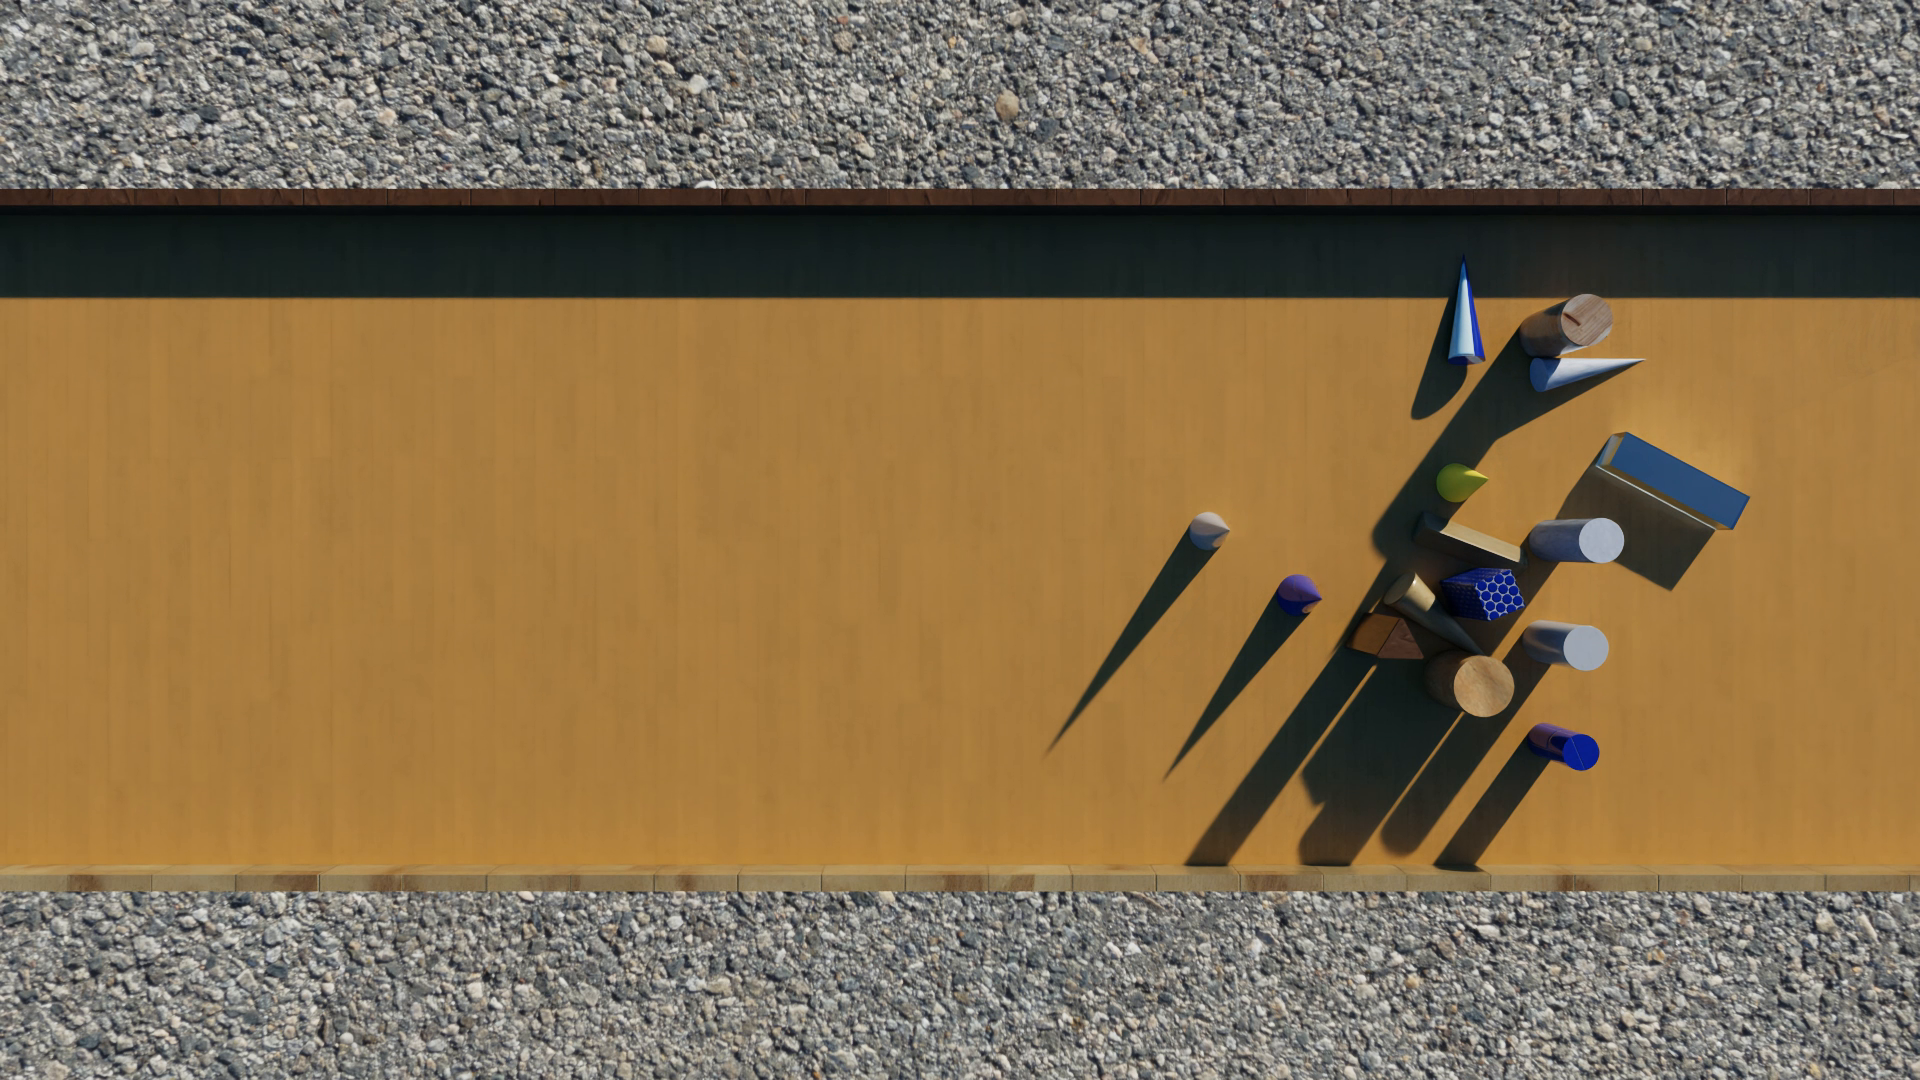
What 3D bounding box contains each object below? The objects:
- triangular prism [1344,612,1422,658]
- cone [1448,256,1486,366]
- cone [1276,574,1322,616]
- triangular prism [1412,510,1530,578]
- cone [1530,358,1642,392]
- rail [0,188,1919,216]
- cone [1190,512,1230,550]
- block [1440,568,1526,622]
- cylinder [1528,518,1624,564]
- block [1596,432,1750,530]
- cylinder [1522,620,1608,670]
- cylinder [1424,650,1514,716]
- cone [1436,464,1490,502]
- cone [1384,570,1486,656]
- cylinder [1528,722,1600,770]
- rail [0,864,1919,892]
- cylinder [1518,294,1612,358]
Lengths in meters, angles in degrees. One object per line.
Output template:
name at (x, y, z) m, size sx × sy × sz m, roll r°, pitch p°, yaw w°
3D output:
triangular prism at (1.248, 0.276, 4.870) m, size 0.128 × 0.413 × 0.111 m, roll 2°, pitch 90°, yaw 0°
cone at (1.546, -0.717, 5.049) m, size 0.111 × 0.111 × 0.345 m, roll 1°, pitch 81°, yaw 0°
cone at (1.040, 0.170, 4.905) m, size 0.129 × 0.343 × 0.129 m, roll 0°, pitch 90°, yaw 0°
triangular prism at (1.564, 0.017, 5.032) m, size 0.338 × 0.085 × 0.098 m, roll 21°, pitch 90°, yaw 0°
cone at (1.939, -0.530, 5.050) m, size 0.361 × 0.106 × 0.106 m, roll -9°, pitch 90°, yaw -8°
rail at (-2.247, -1.025, 5.002) m, size 12.000 × 0.150 × 0.050 m, roll 0°, pitch 90°, yaw 0°
cone at (0.764, -0.027, 4.869) m, size 0.118 × 0.415 × 0.118 m, roll 0°, pitch 90°, yaw 0°
block at (1.549, 0.159, 4.904) m, size 0.115 × 0.345 × 0.115 m, roll -22°, pitch 90°, yaw 0°
cylinder at (1.815, 0.002, 4.871) m, size 0.128 × 0.411 × 0.128 m, roll 0°, pitch 90°, yaw 0°
block at (2.167, -0.178, 5.021) m, size 0.421 × 0.112 × 0.112 m, roll 28°, pitch 90°, yaw 0°
cylinder at (1.794, 0.310, 4.901) m, size 0.130 × 0.350 × 0.130 m, roll 0°, pitch 90°, yaw 0°
cylinder at (1.514, 0.424, 4.921) m, size 0.175 × 0.311 × 0.175 m, roll 0°, pitch 90°, yaw 0°
cone at (1.526, -0.176, 4.915) m, size 0.121 × 0.323 × 0.121 m, roll 0°, pitch 90°, yaw 0°
cone at (1.501, 0.278, 5.044) m, size 0.432 × 0.132 × 0.132 m, roll 39°, pitch 90°, yaw -9°
cylinder at (1.799, 0.615, 4.926) m, size 0.106 × 0.301 × 0.106 m, roll 0°, pitch 90°, yaw 0°
rail at (-2.247, 1.025, 5.001) m, size 12.000 × 0.150 × 0.050 m, roll 0°, pitch 90°, yaw 0°
cylinder at (1.792, -0.629, 4.895) m, size 0.149 × 0.363 × 0.149 m, roll 0°, pitch 90°, yaw 0°
